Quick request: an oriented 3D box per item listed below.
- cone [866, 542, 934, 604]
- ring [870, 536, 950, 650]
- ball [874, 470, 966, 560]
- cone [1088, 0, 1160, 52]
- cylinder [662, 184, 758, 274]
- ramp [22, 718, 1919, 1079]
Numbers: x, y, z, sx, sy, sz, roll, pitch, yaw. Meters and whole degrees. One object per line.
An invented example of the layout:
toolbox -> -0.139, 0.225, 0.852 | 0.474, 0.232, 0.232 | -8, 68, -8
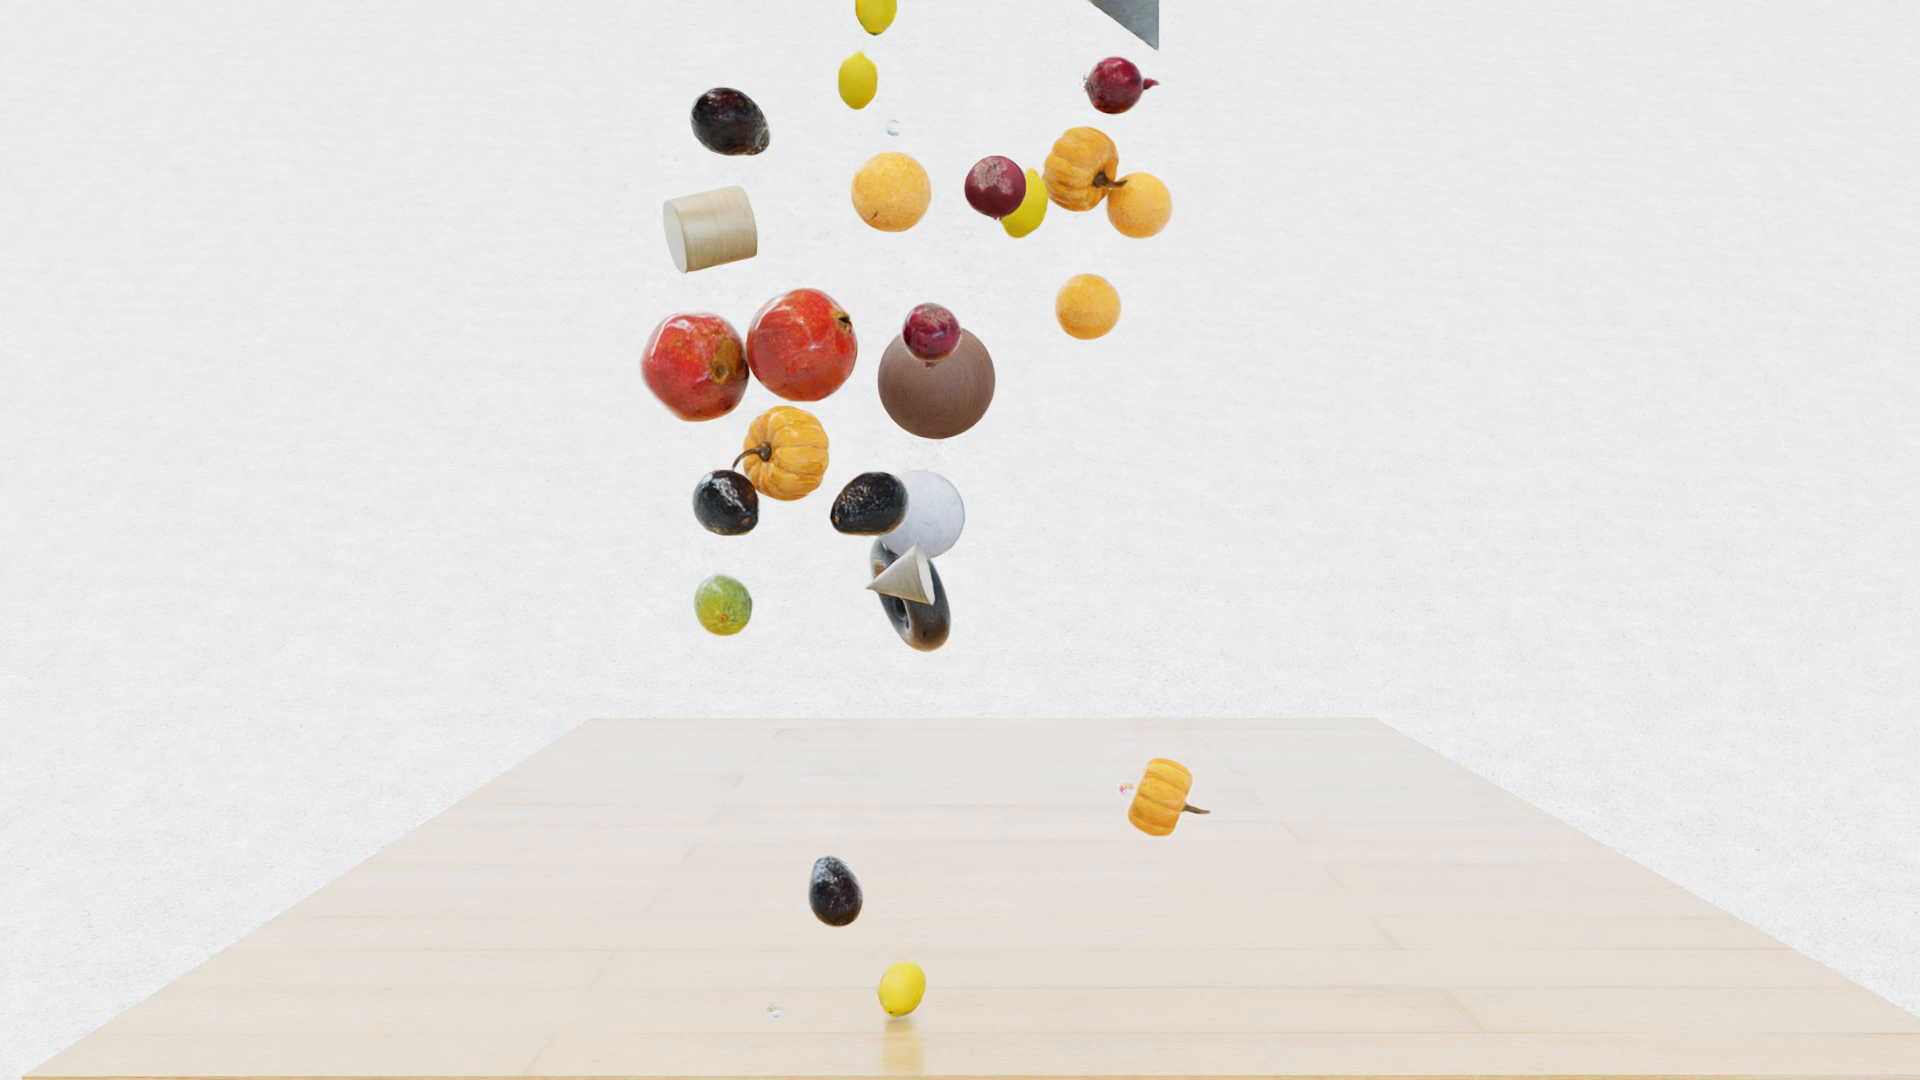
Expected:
cone -> -0.067, 0.042, 2.625 | 0.065, 0.065, 0.065 | -14, 25, 9
ring -> -0.055, 0.056, 2.853 | 0.048, 0.143, 0.143 | -23, 33, -16
ball -> -0.043, -0.026, 2.733 | 0.096, 0.096, 0.096 | 0, 27, 0
cone -> 0.166, -0.477, 2.352 | 0.074, 0.074, 0.074 | -27, 14, 7
cylinder -> -0.242, -0.301, 2.497 | 0.072, 0.072, 0.072 | -15, 30, -18
ramp -> 0.060, 0.544, 4.580 | 2.000, 0.100, 4.000 | 0, 1, 0
